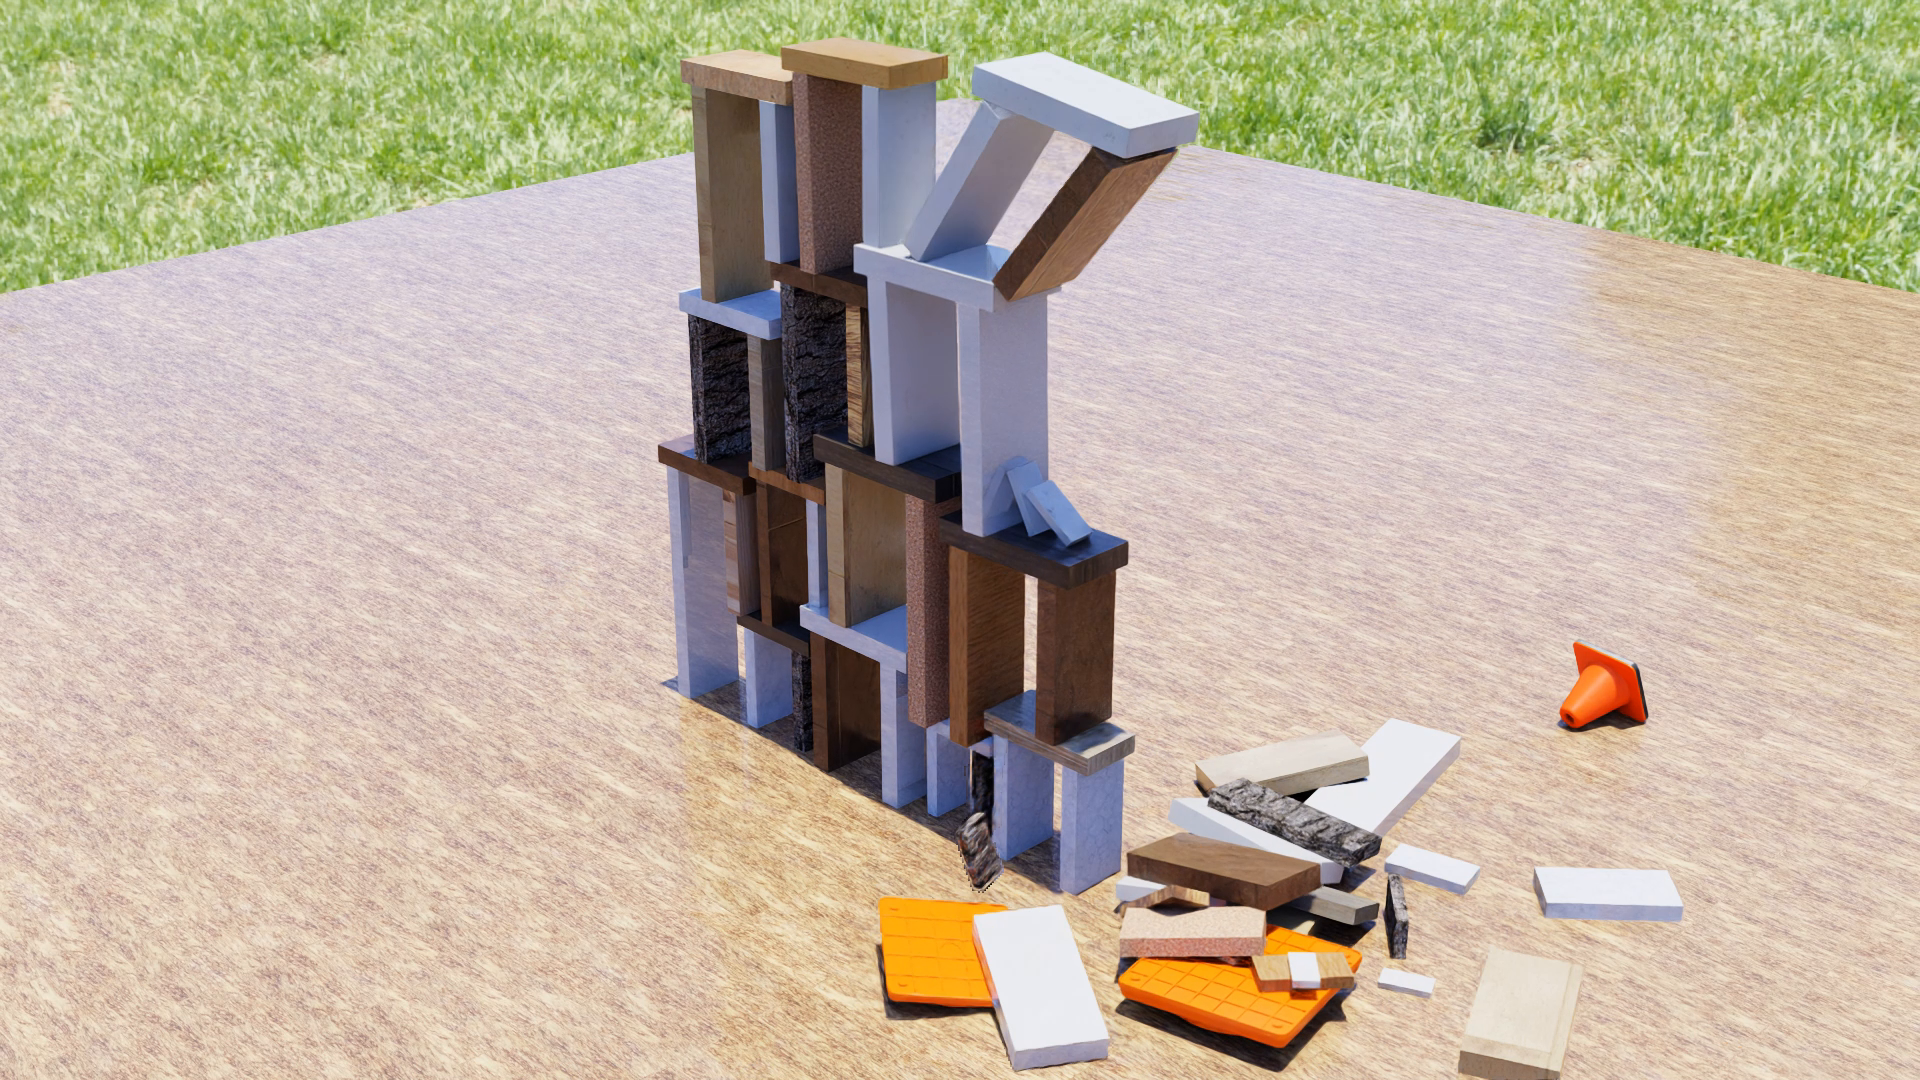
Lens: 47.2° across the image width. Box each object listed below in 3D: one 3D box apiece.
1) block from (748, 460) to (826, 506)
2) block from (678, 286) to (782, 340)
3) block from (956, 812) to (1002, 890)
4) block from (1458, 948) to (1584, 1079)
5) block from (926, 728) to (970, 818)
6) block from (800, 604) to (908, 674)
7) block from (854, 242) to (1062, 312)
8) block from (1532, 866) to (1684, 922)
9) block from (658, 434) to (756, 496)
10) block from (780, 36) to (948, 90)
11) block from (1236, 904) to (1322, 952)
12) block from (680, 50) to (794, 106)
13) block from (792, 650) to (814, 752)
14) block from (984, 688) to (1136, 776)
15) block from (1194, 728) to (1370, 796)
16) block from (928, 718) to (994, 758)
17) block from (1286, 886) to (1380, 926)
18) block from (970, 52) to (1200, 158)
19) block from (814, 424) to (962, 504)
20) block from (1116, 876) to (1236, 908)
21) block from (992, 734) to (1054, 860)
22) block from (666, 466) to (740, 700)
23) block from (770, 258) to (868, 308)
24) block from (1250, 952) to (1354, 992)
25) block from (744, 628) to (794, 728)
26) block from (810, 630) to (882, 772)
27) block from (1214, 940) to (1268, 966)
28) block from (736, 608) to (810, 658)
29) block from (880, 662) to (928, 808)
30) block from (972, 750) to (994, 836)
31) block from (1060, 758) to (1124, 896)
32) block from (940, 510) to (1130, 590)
[{"bbox_3d":[-0.313,-0.132,4.508,0.233,0.033,0.117,21,31,40],"label":"block"},{"bbox_3d":[-0.428,-0.473,4.486,0.143,0.041,0.286,-21,31,-40],"label":"block"},{"bbox_3d":[0.034,0.568,4.013,0.018,0.127,0.063,5,33,40],"label":"block"},{"bbox_3d":[0.964,0.820,3.770,0.162,0.046,0.325,9,24,20],"label":"block"},{"bbox_3d":[-0.022,0.454,4.443,0.027,0.194,0.097,21,31,41],"label":"block"},{"bbox_3d":[-0.162,0.178,4.475,0.316,0.045,0.158,21,31,41],"label":"block"},{"bbox_3d":[-0.006,-0.496,4.011,0.359,0.051,0.180,21,31,41],"label":"block"},{"bbox_3d":[1.219,0.667,4.143,0.250,0.035,0.125,1,23,3],"label":"block"},{"bbox_3d":[-0.500,-0.168,4.695,0.284,0.040,0.142,21,31,41],"label":"block"},{"bbox_3d":[-0.177,-0.877,4.035,0.147,0.042,0.294,-21,30,-40],"label":"block"},{"bbox_3d":[0.551,0.698,4.077,0.218,0.031,0.109,12,26,25],"label":"block"},{"bbox_3d":[-0.382,-0.898,4.262,0.311,0.044,0.156,21,31,40],"label":"block"},{"bbox_3d":[-0.302,0.326,4.695,0.033,0.233,0.117,21,31,41],"label":"block"},{"bbox_3d":[0.187,0.363,4.172,0.267,0.038,0.134,21,31,41],"label":"block"},{"bbox_3d":[0.661,0.471,4.520,0.319,0.045,0.159,-12,18,-10],"label":"block"},{"bbox_3d":[0.023,0.370,4.358,0.097,0.027,0.194,-21,31,-40],"label":"block"},{"bbox_3d":[0.656,0.665,4.084,0.218,0.031,0.109,12,5,34],"label":"block"},{"bbox_3d":[0.207,-0.732,3.682,0.177,0.050,0.354,-21,40,-41],"label":"block"},{"bbox_3d":[-0.106,-0.160,4.270,0.172,0.049,0.345,-21,31,-40],"label":"block"},{"bbox_3d":[0.413,0.650,4.095,0.218,0.031,0.109,2,11,28],"label":"block"},{"bbox_3d":[0.125,0.479,4.290,0.134,0.267,0.038,-21,31,-41],"label":"block"},{"bbox_3d":[-0.567,0.078,4.872,0.040,0.551,0.142,21,31,41],"label":"block"},{"bbox_3d":[-0.220,-0.510,4.252,0.284,0.040,0.142,21,31,40],"label":"block"},{"bbox_3d":[0.591,0.746,3.798,0.162,0.023,0.081,-2,20,-3],"label":"block"},{"bbox_3d":[-0.412,0.283,4.796,0.033,0.233,0.117,21,31,41],"label":"block"},{"bbox_3d":[-0.236,0.315,4.614,0.045,0.316,0.158,21,31,41],"label":"block"},{"bbox_3d":[0.495,0.721,3.885,0.094,0.013,0.047,-19,26,-41],"label":"block"},{"bbox_3d":[-0.357,0.182,4.693,0.233,0.033,0.117,21,31,41],"label":"block"},{"bbox_3d":[-0.087,0.373,4.476,0.045,0.316,0.158,21,31,41],"label":"block"},{"bbox_3d":[0.068,0.490,4.359,0.027,0.193,0.097,21,31,41],"label":"block"},{"bbox_3d":[0.251,0.528,4.174,0.038,0.267,0.134,21,31,41],"label":"block"},{"bbox_3d":[0.135,0.001,4.078,0.328,0.046,0.164,21,31,40],"label":"block"}]
